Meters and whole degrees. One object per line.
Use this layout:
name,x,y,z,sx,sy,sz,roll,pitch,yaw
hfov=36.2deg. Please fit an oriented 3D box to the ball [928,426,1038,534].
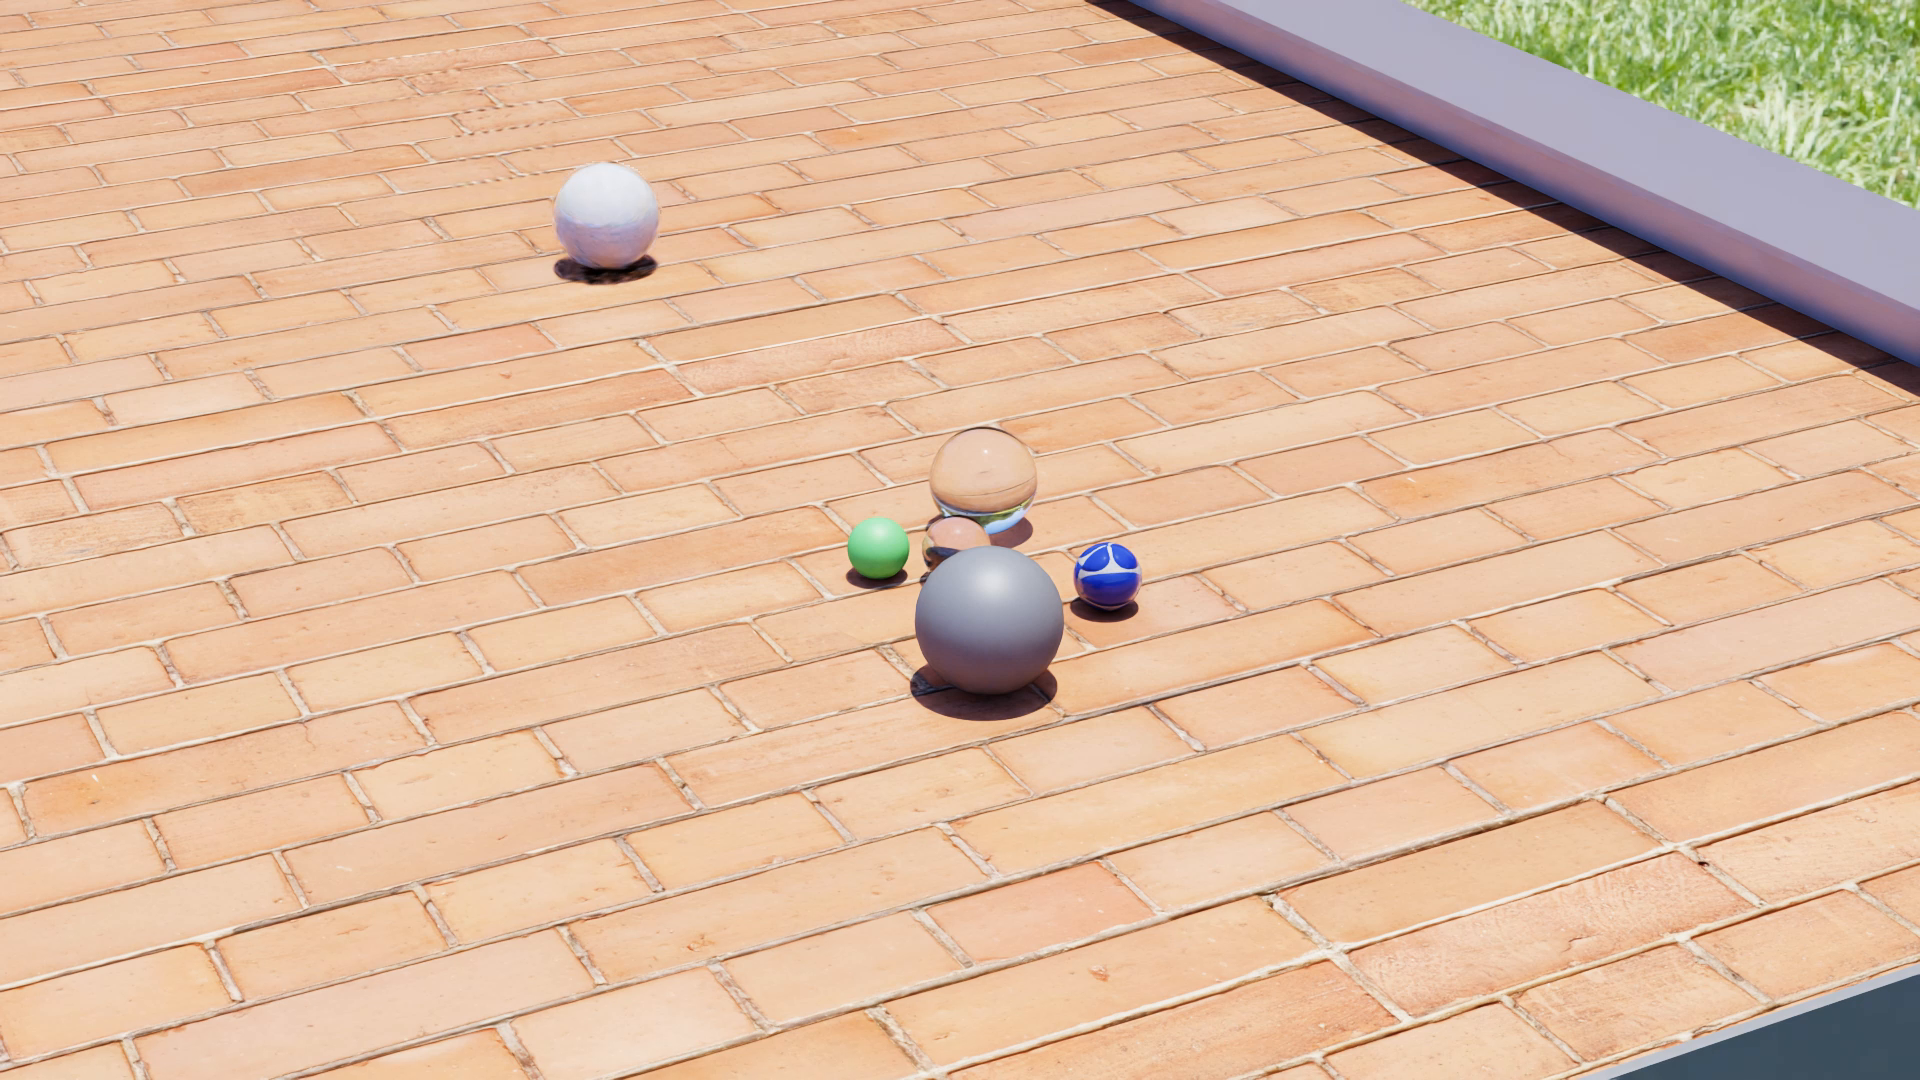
ball,0.017,-0.044,2.160,0.080,0.080,0.080,0,25,0

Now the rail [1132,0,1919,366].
rail,0.406,-0.516,3.099,0.045,0.128,3.303,-12,28,-24

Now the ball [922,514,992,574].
ball,-0.002,0.007,2.088,0.050,0.050,0.050,0,25,0

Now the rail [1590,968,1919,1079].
rail,0.366,0.275,1.427,1.808,0.128,0.045,-12,28,-24

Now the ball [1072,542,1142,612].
ball,0.103,0.026,2.051,0.049,0.049,0.049,0,25,0

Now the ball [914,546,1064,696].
ball,0.019,0.053,1.934,0.099,0.099,0.099,0,25,0

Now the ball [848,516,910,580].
ball,-0.058,0.006,2.097,0.045,0.045,0.045,0,25,0

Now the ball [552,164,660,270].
ball,-0.321,-0.293,2.668,0.097,0.097,0.097,0,25,0
